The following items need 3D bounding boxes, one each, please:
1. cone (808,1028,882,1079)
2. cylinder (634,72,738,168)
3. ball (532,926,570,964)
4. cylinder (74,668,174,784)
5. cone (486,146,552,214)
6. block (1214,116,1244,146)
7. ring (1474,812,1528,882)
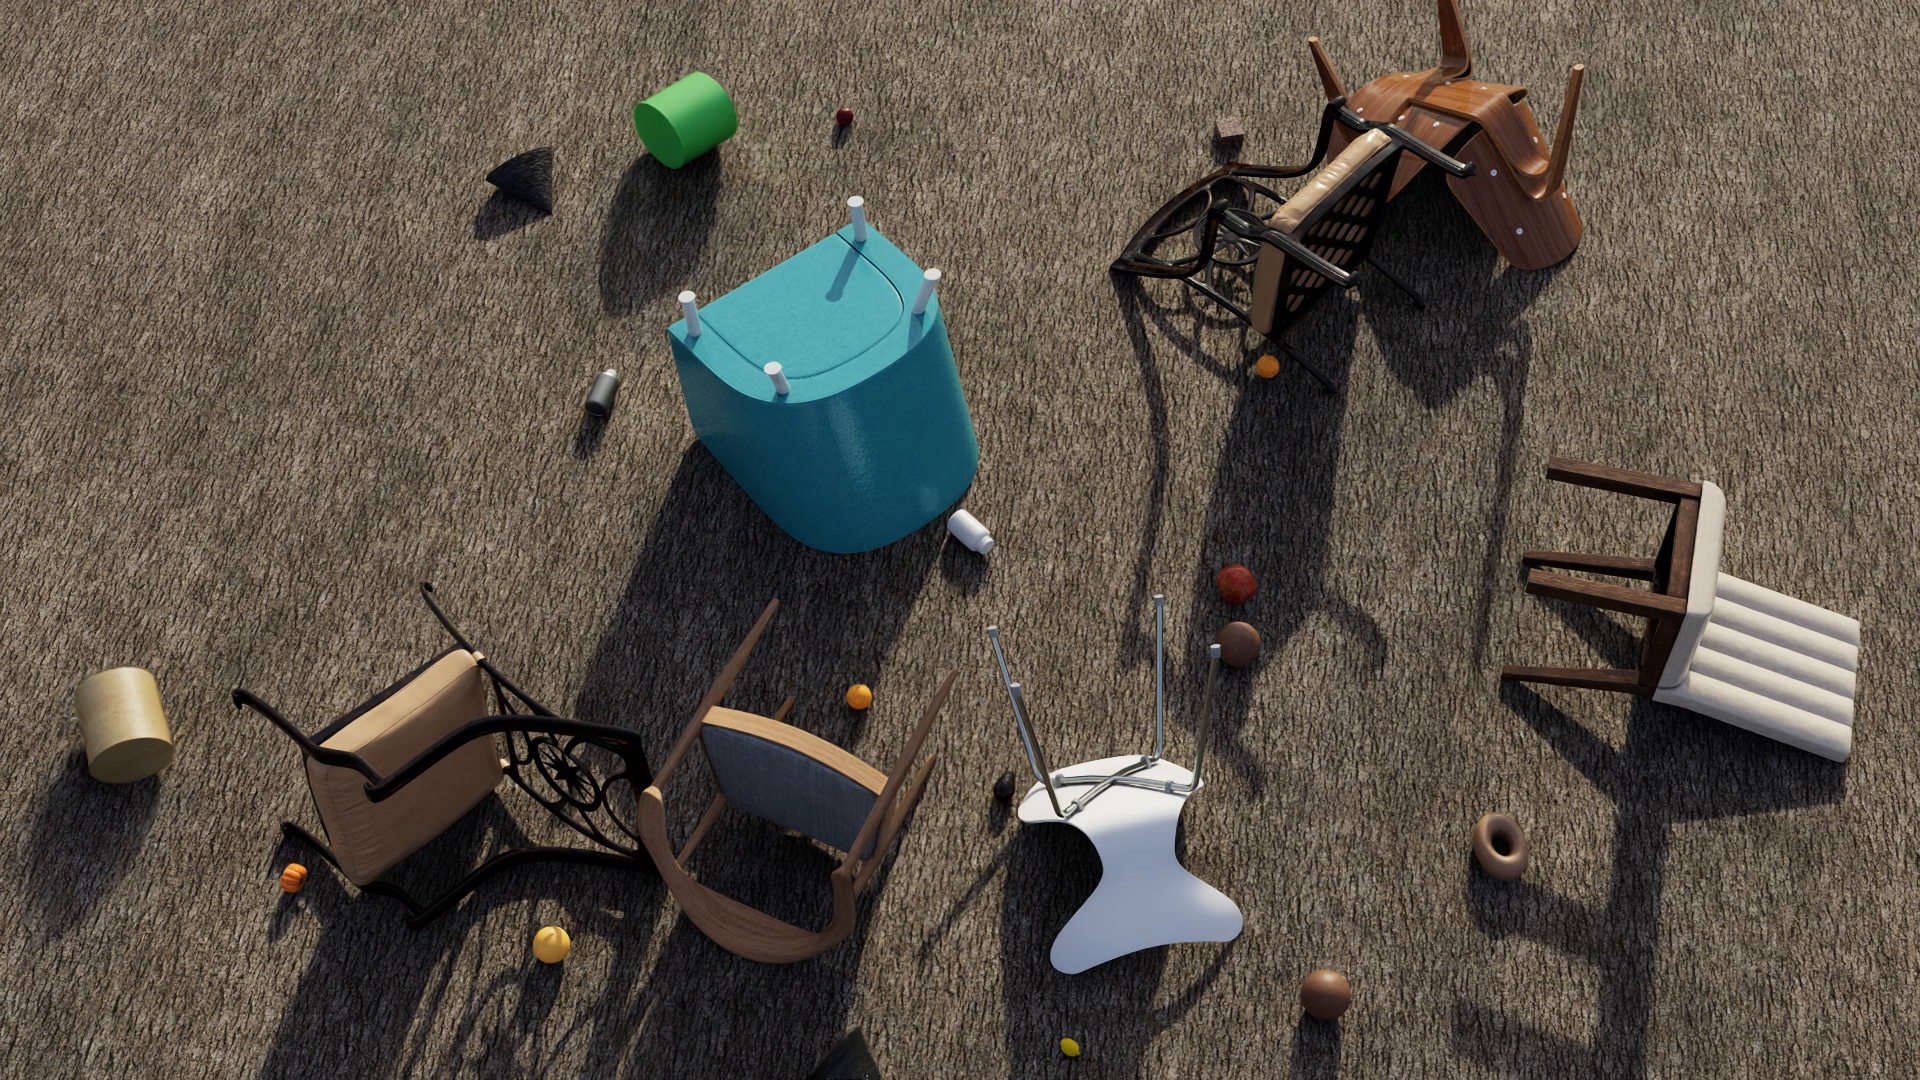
[{"bbox_3d":[-0.236,1.401,5.576,0.249,0.206,0.213,44,88,0],"label":"cone"},{"bbox_3d":[-0.918,-1.402,7.348,0.222,0.243,0.318,-36,22,-22],"label":"cylinder"},{"bbox_3d":[-1.077,1.067,5.799,0.097,0.097,0.097,0,56,0],"label":"ball"},{"bbox_3d":[-2.322,0.515,6.102,0.222,0.210,0.240,-24,59,-6],"label":"cylinder"},{"bbox_3d":[-1.413,-1.166,7.322,0.249,0.118,0.221,-30,76,-20],"label":"cone"},{"bbox_3d":[0.916,-1.390,7.481,0.079,0.043,0.083,-9,57,-6],"label":"block"},{"bbox_3d":[1.467,0.832,5.967,0.140,0.082,0.199,-7,56,-3],"label":"ring"}]
